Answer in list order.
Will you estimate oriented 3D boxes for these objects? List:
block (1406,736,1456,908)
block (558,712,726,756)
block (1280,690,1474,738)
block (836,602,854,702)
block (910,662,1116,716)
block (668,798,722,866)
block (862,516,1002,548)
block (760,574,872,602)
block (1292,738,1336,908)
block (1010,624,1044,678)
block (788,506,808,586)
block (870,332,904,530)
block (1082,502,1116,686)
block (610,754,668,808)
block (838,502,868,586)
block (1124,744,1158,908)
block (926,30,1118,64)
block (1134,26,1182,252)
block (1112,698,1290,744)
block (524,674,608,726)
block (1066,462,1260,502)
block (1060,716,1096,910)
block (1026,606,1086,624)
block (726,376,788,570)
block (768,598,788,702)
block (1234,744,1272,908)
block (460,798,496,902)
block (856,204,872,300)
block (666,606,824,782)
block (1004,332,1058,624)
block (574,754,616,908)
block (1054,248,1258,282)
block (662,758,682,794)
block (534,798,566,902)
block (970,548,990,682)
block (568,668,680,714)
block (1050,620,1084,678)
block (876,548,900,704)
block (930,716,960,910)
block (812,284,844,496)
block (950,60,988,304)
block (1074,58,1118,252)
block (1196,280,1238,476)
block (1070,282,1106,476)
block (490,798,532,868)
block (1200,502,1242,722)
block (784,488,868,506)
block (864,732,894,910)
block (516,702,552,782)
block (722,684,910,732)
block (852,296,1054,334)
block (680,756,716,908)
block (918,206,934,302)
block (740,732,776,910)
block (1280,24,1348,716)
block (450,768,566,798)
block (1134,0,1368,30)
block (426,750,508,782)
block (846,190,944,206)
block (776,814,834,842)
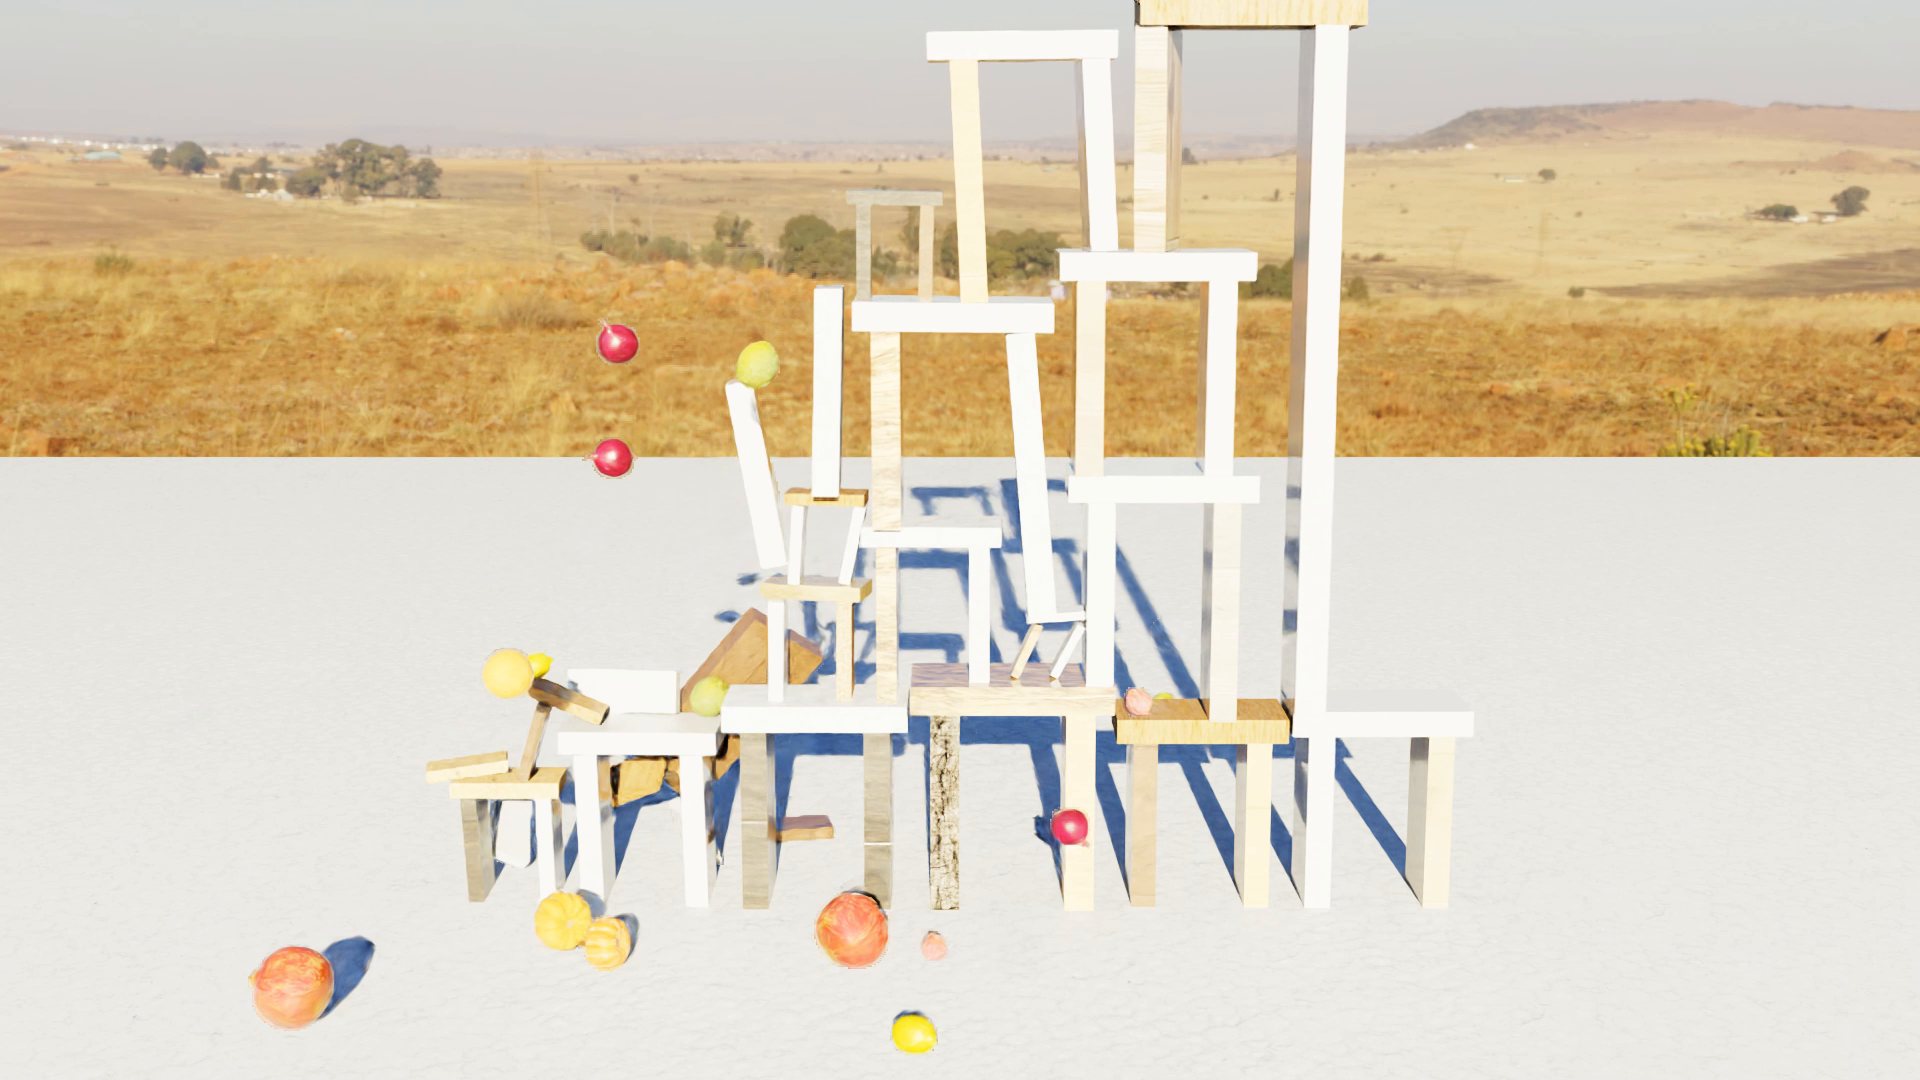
[{"bbox_3d":[0.779,0.446,3.646,0.041,0.291,0.145,0,11,0],"label":"block"},{"bbox_3d":[-0.522,0.318,3.624,0.257,0.036,0.128,0,11,2],"label":"block"},{"bbox_3d":[0.681,0.284,3.612,0.291,0.041,0.145,0,11,0],"label":"block"},{"bbox_3d":[-0.187,0.173,3.591,0.023,0.166,0.083,1,11,1],"label":"block"},{"bbox_3d":[0.084,0.244,3.606,0.328,0.047,0.164,0,11,0],"label":"block"},{"bbox_3d":[-0.463,0.510,3.842,0.020,0.071,0.142,-26,30,-23],"label":"block"},{"bbox_3d":[-0.044,-0.014,3.559,0.223,0.032,0.112,0,11,2],"label":"block"},{"bbox_3d":[-0.233,0.078,3.584,0.166,0.023,0.083,3,11,12],"label":"block"},{"bbox_3d":[0.585,0.446,3.646,0.041,0.291,0.145,0,11,0],"label":"block"},{"bbox_3d":[0.109,0.176,3.592,0.013,0.094,0.047,24,9,-5],"label":"block"},{"bbox_3d":[-0.263,0.003,3.568,0.018,0.129,0.064,4,11,2],"label":"block"},{"bbox_3d":[-0.116,-0.184,3.528,0.044,0.314,0.157,0,11,1],"label":"block"},{"bbox_3d":[0.224,0.074,3.570,0.042,0.300,0.150,0,10,0],"label":"block"},{"bbox_3d":[-0.588,0.423,3.825,0.182,0.022,0.077,-22,39,31],"label":"block"},{"bbox_3d":[-0.173,0.004,3.567,0.018,0.129,0.064,12,11,-1],"label":"block"},{"bbox_3d":[0.300,0.453,3.648,0.039,0.277,0.139,0,11,0],"label":"block"},{"bbox_3d":[0.094,-0.767,3.421,0.292,0.041,0.146,-1,10,-1],"label":"block"},{"bbox_3d":[0.312,-0.629,3.457,0.049,0.343,0.171,2,11,13],"label":"block"},{"bbox_3d":[0.393,0.297,3.619,0.277,0.039,0.139,0,11,0],"label":"block"},{"bbox_3d":[-0.648,0.263,3.624,0.131,0.019,0.066,23,9,-5],"label":"block"},{"bbox_3d":[0.322,-0.093,3.536,0.300,0.042,0.150,0,10,1],"label":"block"},{"bbox_3d":[0.194,0.428,3.640,0.047,0.329,0.164,0,11,0],"label":"block"},{"bbox_3d":[0.155,0.122,3.583,0.094,0.013,0.047,-5,10,1],"label":"block"},{"bbox_3d":[-0.327,-0.112,3.558,0.042,0.298,0.149,-11,8,-2],"label":"block"},{"bbox_3d":[-0.296,0.173,3.590,0.023,0.166,0.083,1,11,1],"label":"block"},{"bbox_3d":[0.485,0.453,3.648,0.039,0.277,0.139,0,11,0],"label":"block"},{"bbox_3d":[-0.802,0.502,3.657,0.025,0.177,0.089,-3,11,0],"label":"block"},{"bbox_3d":[-0.151,-0.456,3.478,0.021,0.149,0.074,1,11,0],"label":"block"},{"bbox_3d":[-0.386,0.265,3.749,0.149,0.298,0.042,32,17,-30],"label":"block"},{"bbox_3d":[0.113,-0.109,3.543,0.044,0.461,0.157,-5,11,1],"label":"block"},{"bbox_3d":[-0.604,0.464,3.645,0.036,0.257,0.128,-1,11,0],"label":"block"},{"bbox_3d":[0.305,-0.436,3.475,0.305,0.043,0.153,0,10,-1],"label":"block"},{"bbox_3d":[-0.490,0.418,3.865,0.022,0.077,0.155,-49,19,-18],"label":"block"},{"bbox_3d":[-0.681,0.502,3.657,0.025,0.177,0.089,-1,11,0],"label":"block"},{"bbox_3d":[0.031,0.111,3.585,0.032,0.223,0.112,0,11,0],"label":"block"},{"bbox_3d":[-0.564,0.253,3.689,0.190,0.071,0.020,0,-1,12],"label":"block"},{"bbox_3d":[0.175,0.177,3.592,0.013,0.095,0.047,27,9,-5],"label":"block"},{"bbox_3d":[-0.118,0.127,3.588,0.032,0.257,0.112,0,11,1],"label":"block"},{"bbox_3d":[-0.025,0.428,3.640,0.047,0.329,0.164,0,11,0],"label":"block"},{"bbox_3d":[-0.212,-0.242,3.533,0.042,0.328,0.149,1,9,-2],"label":"block"},{"bbox_3d":[0.014,-0.563,3.452,0.041,0.369,0.146,-3,11,1],"label":"block"},{"bbox_3d":[0.213,-0.603,3.447,0.041,0.292,0.146,-4,10,-2],"label":"block"},{"bbox_3d":[0.408,-0.264,3.505,0.043,0.305,0.153,0,10,1],"label":"block"},{"bbox_3d":[0.203,-0.264,3.502,0.043,0.305,0.153,0,10,0],"label":"block"},{"bbox_3d":[-0.781,0.497,3.811,0.071,0.020,0.142,27,33,-29],"label":"block"},{"bbox_3d":[0.423,0.103,3.576,0.042,0.358,0.150,0,10,0],"label":"block"},{"bbox_3d":[-0.216,-0.070,3.555,0.129,0.018,0.064,1,11,4],"label":"block"},{"bbox_3d":[-0.134,0.444,3.639,0.042,0.299,0.149,0,11,0],"label":"block"},{"bbox_3d":[-0.698,0.327,3.616,0.019,0.131,0.066,16,10,-4],"label":"block"},{"bbox_3d":[-0.234,0.276,3.609,0.299,0.042,0.149,0,11,0],"label":"block"},{"bbox_3d":[-0.011,-0.360,3.497,0.314,0.044,0.157,1,11,0],"label":"block"},{"bbox_3d":[-0.433,0.464,3.645,0.036,0.257,0.128,-1,11,0],"label":"block"},{"bbox_3d":[-0.053,-0.455,3.477,0.021,0.148,0.074,1,11,0],"label":"block"},{"bbox_3d":[-0.334,0.443,3.640,0.042,0.299,0.149,0,11,0],"label":"block"},{"bbox_3d":[0.563,-0.265,3.506,0.049,1.077,0.171,0,11,0],"label":"block"},{"bbox_3d":[-0.747,0.402,3.639,0.177,0.025,0.089,0,11,-1],"label":"block"},{"bbox_3d":[0.446,-0.819,3.408,0.343,0.049,0.171,0,11,1],"label":"block"},{"bbox_3d":[-0.817,0.376,3.648,0.131,0.019,0.066,-7,11,-10],"label":"block"},{"bbox_3d":[-0.101,-0.539,3.462,0.149,0.021,0.074,1,11,1],"label":"block"},{"bbox_3d":[-0.311,0.522,3.973,0.155,0.022,0.077,-2,11,-12],"label":"block"}]
